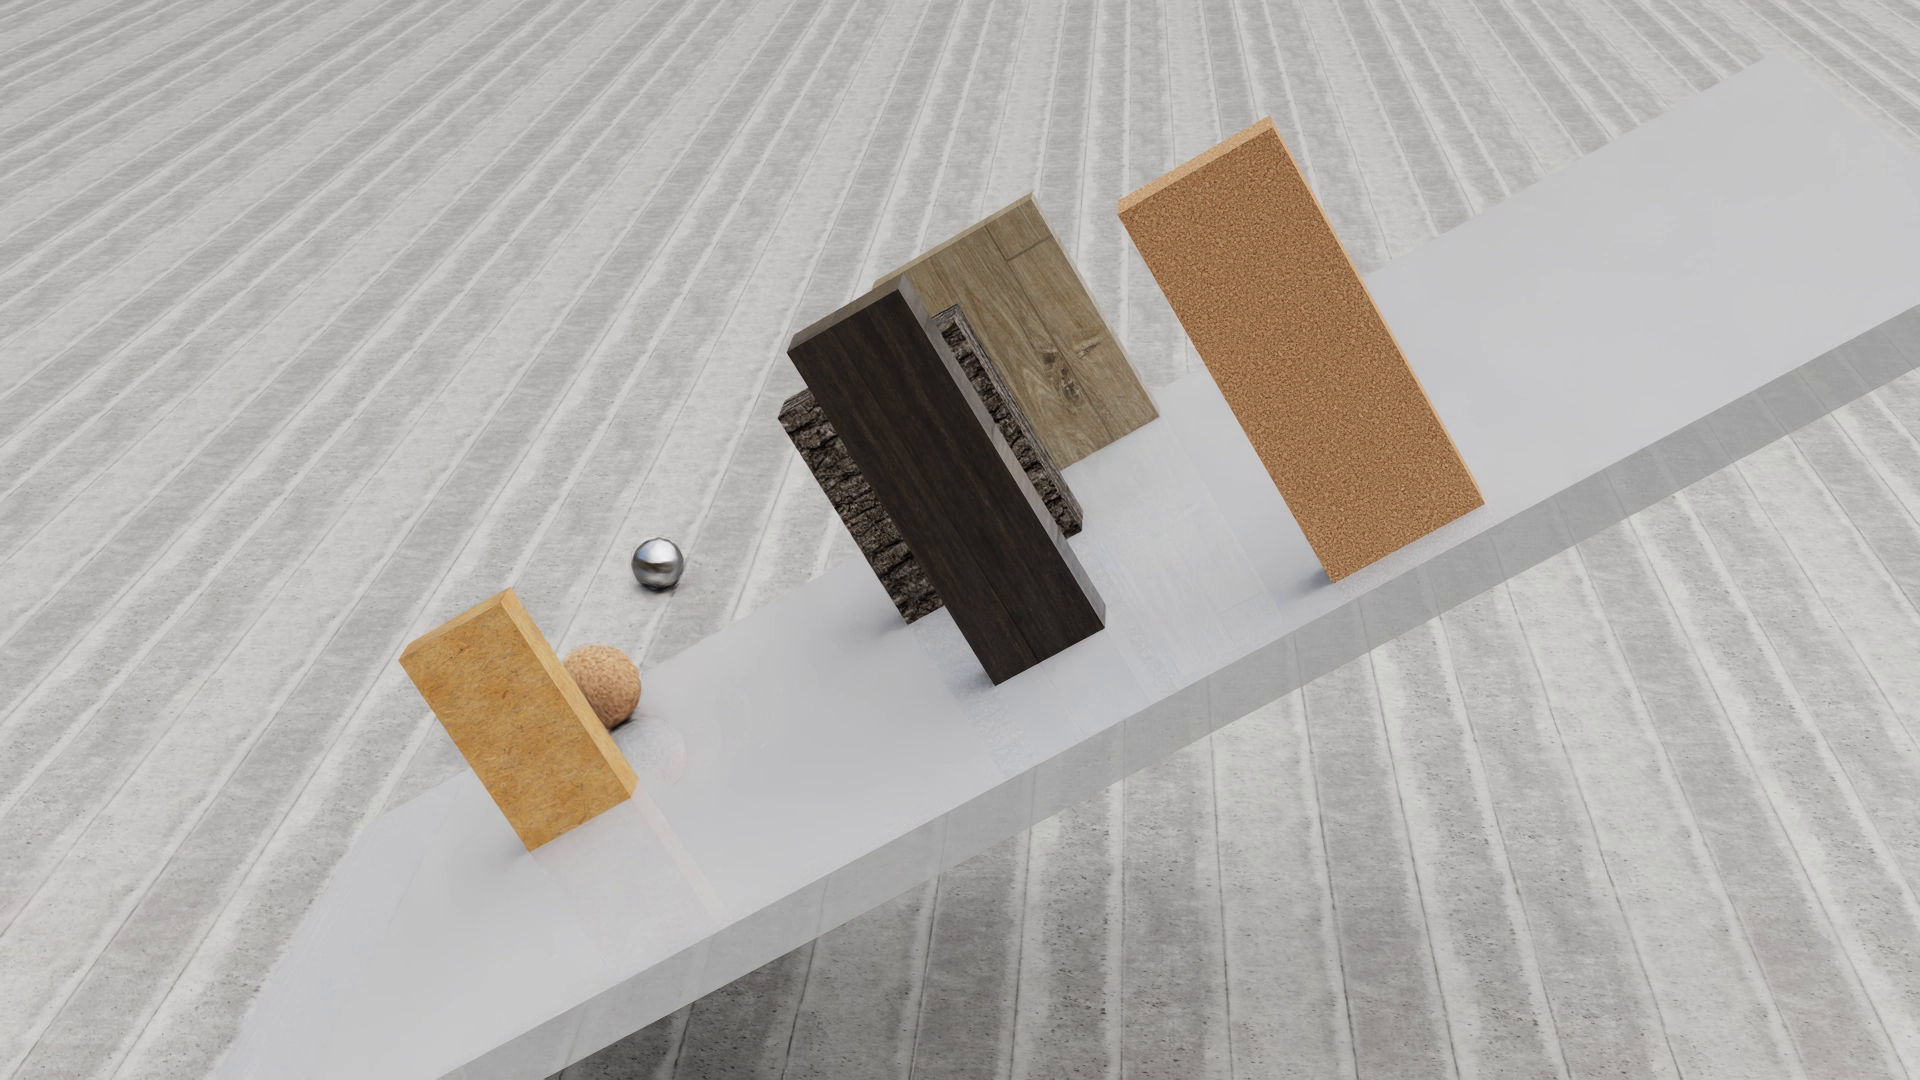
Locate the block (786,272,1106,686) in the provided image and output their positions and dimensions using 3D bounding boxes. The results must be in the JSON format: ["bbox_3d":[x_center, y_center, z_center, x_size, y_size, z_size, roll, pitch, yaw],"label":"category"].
[{"bbox_3d":[-0.020,-0.114,5.768,0.251,0.789,0.132,-29,15,12],"label":"block"}]

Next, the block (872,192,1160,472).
[{"bbox_3d":[0.134,-0.450,6.932,0.432,0.602,0.081,-29,15,12],"label":"block"}]

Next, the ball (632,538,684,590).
[{"bbox_3d":[-0.984,0.079,9.584,0.170,0.170,0.170,0,19,0],"label":"ball"}]

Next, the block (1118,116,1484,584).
[{"bbox_3d":[0.607,-0.332,5.221,0.306,0.782,0.110,-29,15,12],"label":"block"}]

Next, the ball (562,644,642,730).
[{"bbox_3d":[-0.877,0.357,7.124,0.208,0.208,0.208,0,19,0],"label":"ball"}]

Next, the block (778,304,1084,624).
[{"bbox_3d":[-0.061,-0.165,6.491,0.447,0.552,0.139,-29,15,12],"label":"block"}]

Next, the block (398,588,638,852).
[{"bbox_3d":[-0.979,0.401,6.547,0.274,0.529,0.105,-29,15,12],"label":"block"}]

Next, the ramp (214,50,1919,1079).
[{"bbox_3d":[0.142,0.168,6.286,4.000,0.100,2.000,-29,15,12],"label":"ramp"}]
